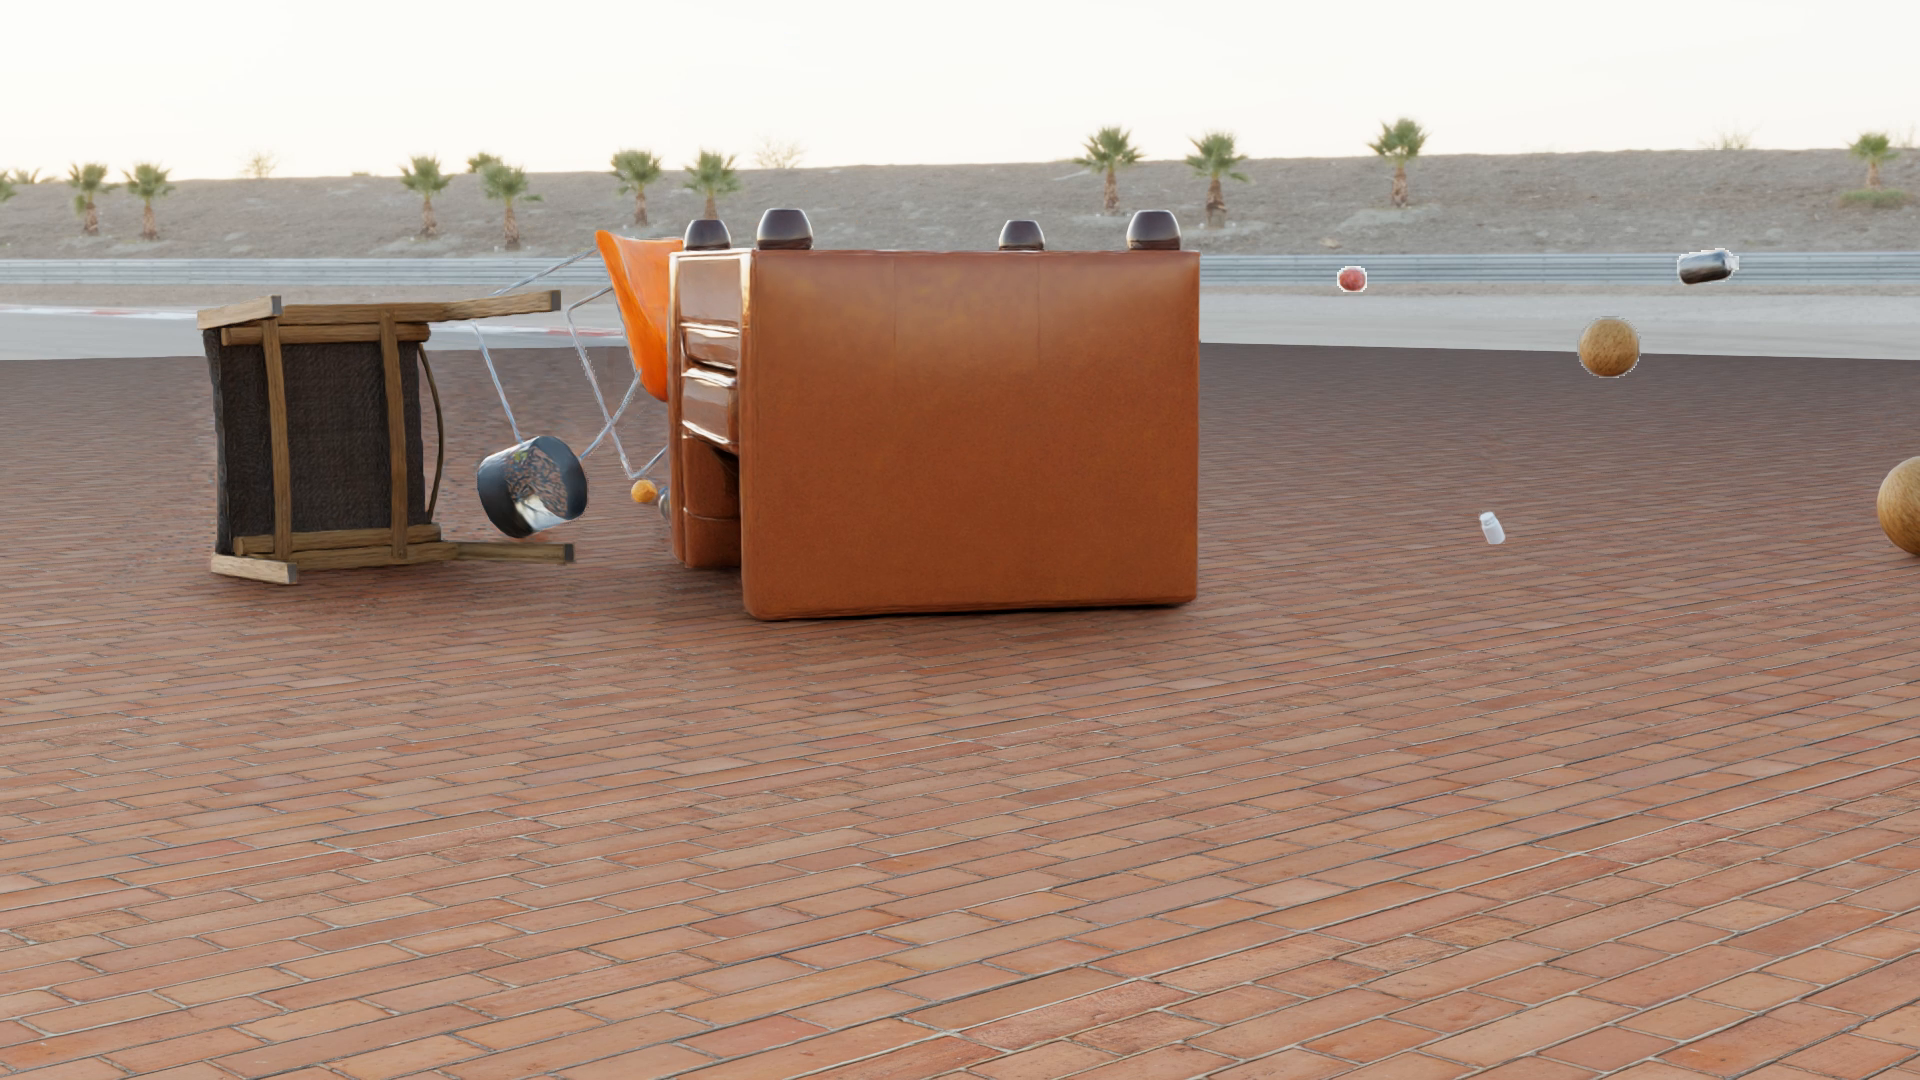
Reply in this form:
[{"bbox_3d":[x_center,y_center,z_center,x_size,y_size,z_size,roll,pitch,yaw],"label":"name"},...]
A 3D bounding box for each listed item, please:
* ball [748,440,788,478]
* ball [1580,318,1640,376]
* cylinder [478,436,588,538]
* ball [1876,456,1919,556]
[{"bbox_3d":[-0.625,-0.262,8.343,0.126,0.126,0.126,0,6,0],"label":"ball"},{"bbox_3d":[1.673,-0.497,6.612,0.150,0.150,0.150,0,6,0],"label":"ball"},{"bbox_3d":[-1.070,-0.133,6.427,0.160,0.220,0.235,-19,-19,26],"label":"cylinder"},{"bbox_3d":[2.276,-0.080,6.011,0.242,0.242,0.242,0,6,0],"label":"ball"}]
